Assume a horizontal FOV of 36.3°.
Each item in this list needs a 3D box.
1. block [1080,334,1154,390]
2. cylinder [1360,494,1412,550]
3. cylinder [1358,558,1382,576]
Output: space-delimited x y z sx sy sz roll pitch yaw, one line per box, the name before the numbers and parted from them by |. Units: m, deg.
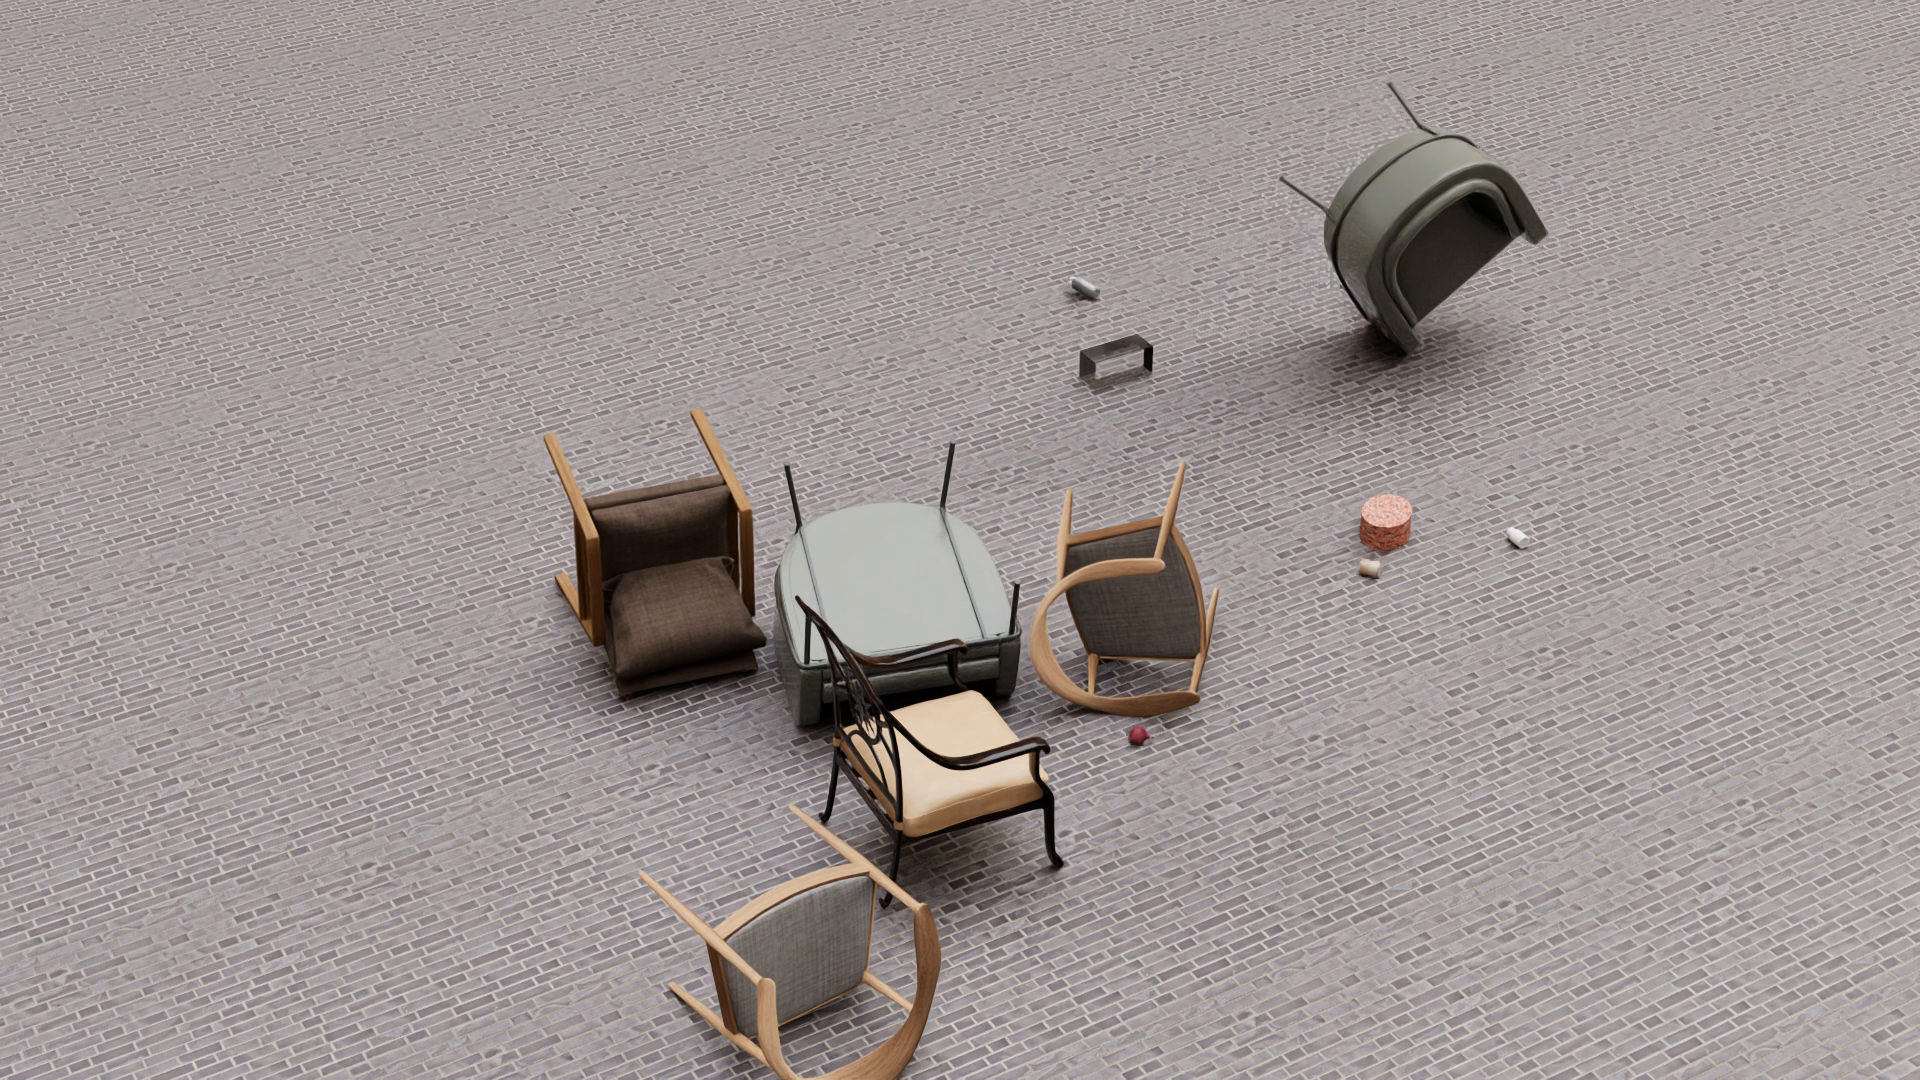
block | 0.635 -0.725 11.932 0.277 0.125 0.120 -18 37 -25
cylinder | 1.590 -0.066 10.949 0.184 0.105 0.235 13 35 18
cylinder | 1.503 0.101 10.740 0.072 0.056 0.057 11 66 17
